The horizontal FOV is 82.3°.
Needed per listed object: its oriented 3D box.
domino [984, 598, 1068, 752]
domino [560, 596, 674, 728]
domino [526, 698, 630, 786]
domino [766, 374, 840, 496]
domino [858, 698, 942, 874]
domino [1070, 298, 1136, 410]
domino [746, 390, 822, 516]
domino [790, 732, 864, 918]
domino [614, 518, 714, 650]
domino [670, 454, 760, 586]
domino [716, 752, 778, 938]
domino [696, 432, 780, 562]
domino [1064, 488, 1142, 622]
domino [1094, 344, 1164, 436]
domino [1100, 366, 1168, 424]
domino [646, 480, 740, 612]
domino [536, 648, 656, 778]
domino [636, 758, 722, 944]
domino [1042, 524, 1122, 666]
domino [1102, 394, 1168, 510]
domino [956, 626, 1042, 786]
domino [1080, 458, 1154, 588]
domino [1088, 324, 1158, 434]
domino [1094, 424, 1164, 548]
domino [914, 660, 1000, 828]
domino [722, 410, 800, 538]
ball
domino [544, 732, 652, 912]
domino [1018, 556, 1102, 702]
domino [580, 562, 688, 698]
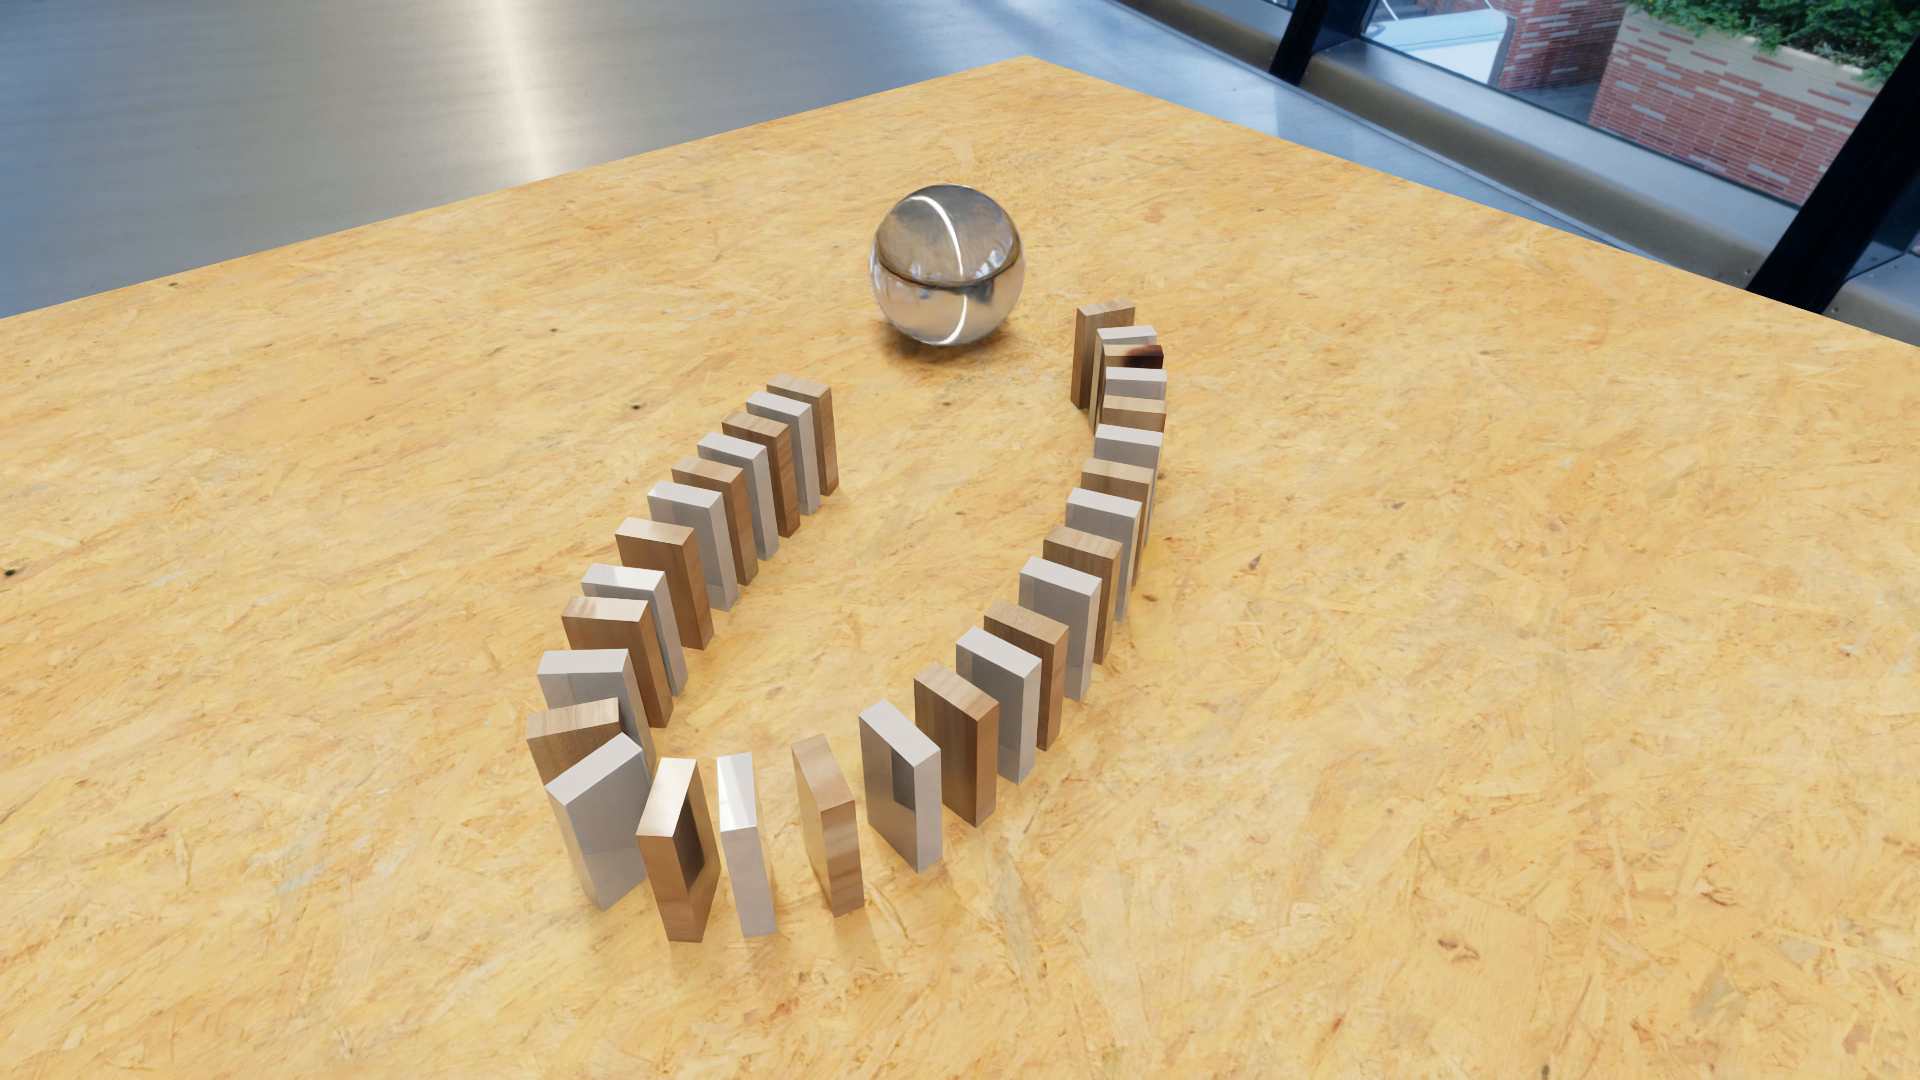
[{"bbox_3d":[0.021,0.044,0.357,0.025,0.050,0.009,22,44,24],"label":"domino"},{"bbox_3d":[-0.112,0.041,0.362,0.025,0.050,0.010,4,39,4],"label":"domino"},{"bbox_3d":[-0.109,0.070,0.327,0.025,0.050,0.009,-10,40,-12],"label":"domino"},{"bbox_3d":[-0.066,-0.044,0.465,0.025,0.050,0.009,16,42,19],"label":"domino"},{"bbox_3d":[-0.017,0.073,0.323,0.010,0.050,0.025,-29,47,-31],"label":"domino"},{"bbox_3d":[0.067,-0.087,0.518,0.025,0.050,0.009,-13,41,-15],"label":"domino"},{"bbox_3d":[-0.073,-0.035,0.455,0.025,0.050,0.010,17,42,20],"label":"domino"},{"bbox_3d":[-0.037,0.082,0.312,0.009,0.050,0.025,-16,42,-19],"label":"domino"},{"bbox_3d":[-0.104,0.016,0.392,0.025,0.050,0.009,9,40,11],"label":"domino"},{"bbox_3d":[-0.093,-0.007,0.420,0.025,0.050,0.010,14,41,16],"label":"domino"},{"bbox_3d":[-0.059,0.086,0.307,0.009,0.050,0.025,-7,40,-9],"label":"domino"},{"bbox_3d":[-0.087,-0.017,0.432,0.025,0.050,0.009,16,42,18],"label":"domino"},{"bbox_3d":[0.051,0.006,0.404,0.025,0.050,0.010,14,41,16],"label":"domino"},{"bbox_3d":[0.074,-0.062,0.487,0.025,0.050,0.010,0,39,0],"label":"domino"},{"bbox_3d":[0.073,-0.050,0.472,0.025,0.050,0.009,4,39,4],"label":"domino"},{"bbox_3d":[-0.098,0.003,0.408,0.025,0.050,0.010,11,41,14],"label":"domino"},{"bbox_3d":[-0.112,0.055,0.344,0.025,0.050,0.009,-1,39,-2],"label":"domino"},{"bbox_3d":[-0.077,0.087,0.306,0.009,0.050,0.025,2,39,3],"label":"domino"},{"bbox_3d":[0.042,0.020,0.387,0.025,0.050,0.009,17,42,19],"label":"domino"},{"bbox_3d":[0.070,-0.035,0.454,0.025,0.050,0.009,7,40,8],"label":"domino"},{"bbox_3d":[0.012,0.053,0.347,0.025,0.050,0.009,25,45,27],"label":"domino"},{"bbox_3d":[0.058,-0.006,0.419,0.025,0.050,0.009,12,41,14],"label":"domino"},{"bbox_3d":[0.073,-0.072,0.500,0.025,0.050,0.010,-6,40,-7],"label":"domino"},{"bbox_3d":[0.065,-0.021,0.437,0.025,0.050,0.009,10,40,11],"label":"domino"},{"bbox_3d":[-0.001,0.063,0.335,0.025,0.050,0.009,30,48,31],"label":"domino"},{"bbox_3d":[-0.080,-0.026,0.443,0.025,0.050,0.010,17,42,19],"label":"domino"},{"bbox_3d":[-0.006,-0.139,0.557,0.080,0.080,0.080,0,39,0],"label":"ball"},{"bbox_3d":[-0.099,0.081,0.313,0.009,0.050,0.025,29,47,31],"label":"domino"},{"bbox_3d":[0.033,0.031,0.374,0.025,0.050,0.009,19,43,21],"label":"domino"},{"bbox_3d":[-0.110,0.031,0.373,0.025,0.050,0.010,6,40,8],"label":"domino"}]
